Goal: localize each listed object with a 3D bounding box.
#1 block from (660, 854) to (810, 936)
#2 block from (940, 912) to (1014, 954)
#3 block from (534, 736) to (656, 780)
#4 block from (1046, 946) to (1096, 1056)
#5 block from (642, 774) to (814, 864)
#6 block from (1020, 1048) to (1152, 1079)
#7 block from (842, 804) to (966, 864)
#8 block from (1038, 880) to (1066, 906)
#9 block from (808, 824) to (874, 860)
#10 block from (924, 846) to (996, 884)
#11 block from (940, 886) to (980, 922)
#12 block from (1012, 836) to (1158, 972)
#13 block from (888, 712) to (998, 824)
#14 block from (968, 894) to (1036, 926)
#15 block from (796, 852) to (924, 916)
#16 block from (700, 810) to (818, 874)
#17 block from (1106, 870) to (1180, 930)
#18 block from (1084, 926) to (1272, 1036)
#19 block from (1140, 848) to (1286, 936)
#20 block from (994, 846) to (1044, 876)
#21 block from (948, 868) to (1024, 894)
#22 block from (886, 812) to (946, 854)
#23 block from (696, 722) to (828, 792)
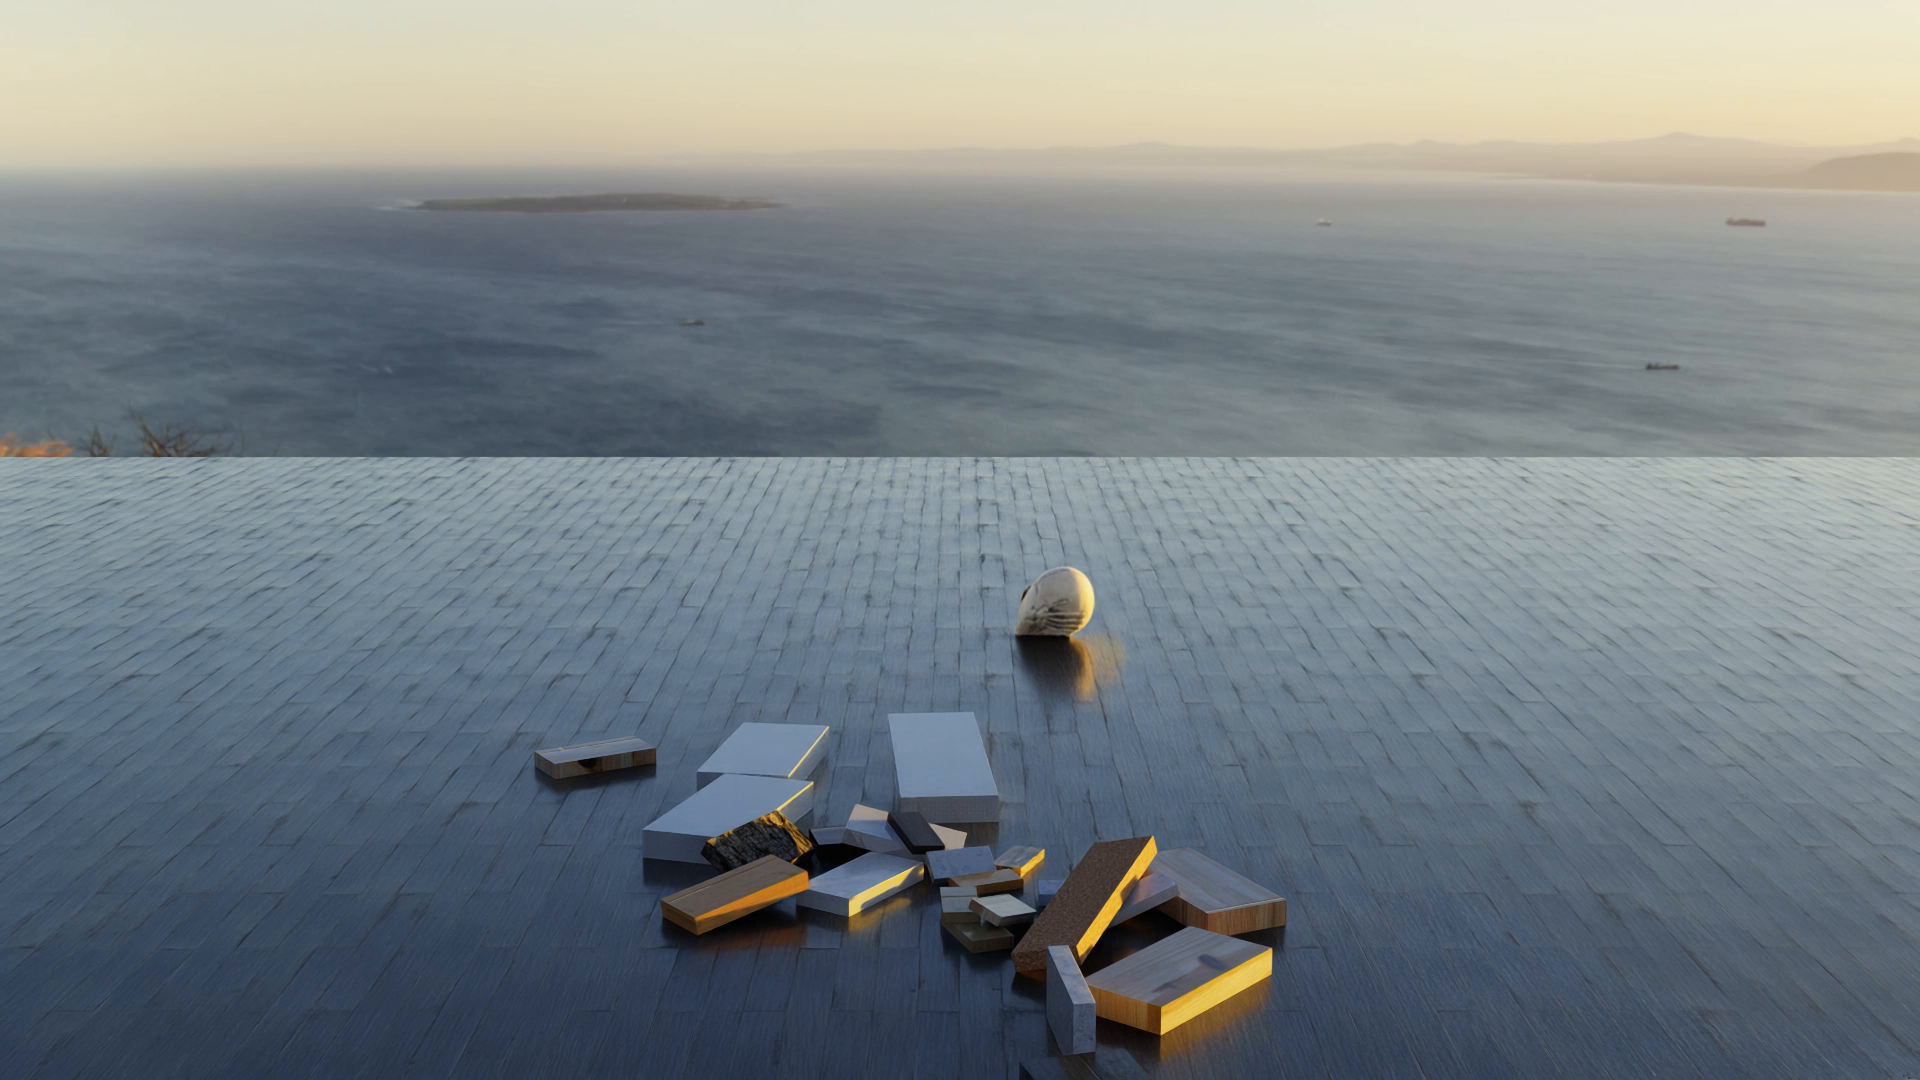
[{"bbox_3d":[-0.365,0.575,3.577,0.216,0.031,0.108,-18,19,-35],"label":"block"},{"bbox_3d":[0.027,0.616,3.476,0.069,0.020,0.139,-4,11,-21],"label":"block"},{"bbox_3d":[-0.732,0.436,4.417,0.216,0.031,0.108,-7,12,-32],"label":"block"},{"bbox_3d":[0.153,0.651,3.046,0.030,0.107,0.214,-1,11,-7],"label":"block"},{"bbox_3d":[-0.416,0.505,3.989,0.180,0.051,0.359,3,11,17],"label":"block"},{"bbox_3d":[0.215,0.745,2.718,0.148,0.042,0.453,-3,11,-17],"label":"block"},{"bbox_3d":[-0.096,0.518,3.822,0.202,0.029,0.101,14,19,4],"label":"block"},{"bbox_3d":[0.200,0.585,3.643,0.139,0.020,0.069,0,11,2],"label":"block"},{"bbox_3d":[-0.160,0.532,3.905,0.202,0.029,0.101,-3,11,-14],"label":"block"},{"bbox_3d":[0.002,0.553,3.744,0.113,0.016,0.056,-3,47,-18],"label":"block"},{"bbox_3d":[0.000,0.586,3.537,0.059,0.017,0.119,-1,11,-3],"label":"block"},{"bbox_3d":[0.204,0.574,3.506,0.107,0.030,0.445,-11,10,23],"label":"block"},{"bbox_3d":[-0.040,0.442,4.329,0.180,0.051,0.590,-1,11,-4],"label":"block"},{"bbox_3d":[0.068,0.590,3.505,0.059,0.017,0.119,27,10,29],"label":"block"},{"bbox_3d":[-0.166,0.573,3.676,0.108,0.031,0.216,7,12,32],"label":"block"},{"bbox_3d":[-0.343,0.532,3.771,0.101,0.029,0.202,39,26,19],"label":"block"},{"bbox_3d":[0.278,0.580,3.544,0.139,0.020,0.069,-23,16,-13],"label":"block"},{"bbox_3d":[0.319,0.647,3.248,0.148,0.042,0.295,9,14,39],"label":"block"},{"bbox_3d":[0.392,0.578,3.619,0.148,0.042,0.295,-5,12,-26],"label":"block"},{"bbox_3d":[0.100,0.556,3.809,0.056,0.016,0.112,4,11,22],"label":"block"},{"bbox_3d":[0.044,0.576,3.699,0.113,0.016,0.056,-5,11,-23],"label":"block"},{"bbox_3d":[-0.076,0.506,3.798,0.059,0.017,0.119,3,21,-26],"label":"block"},{"bbox_3d":[-0.386,0.436,4.357,0.180,0.051,0.359,2,11,9],"label":"block"}]
